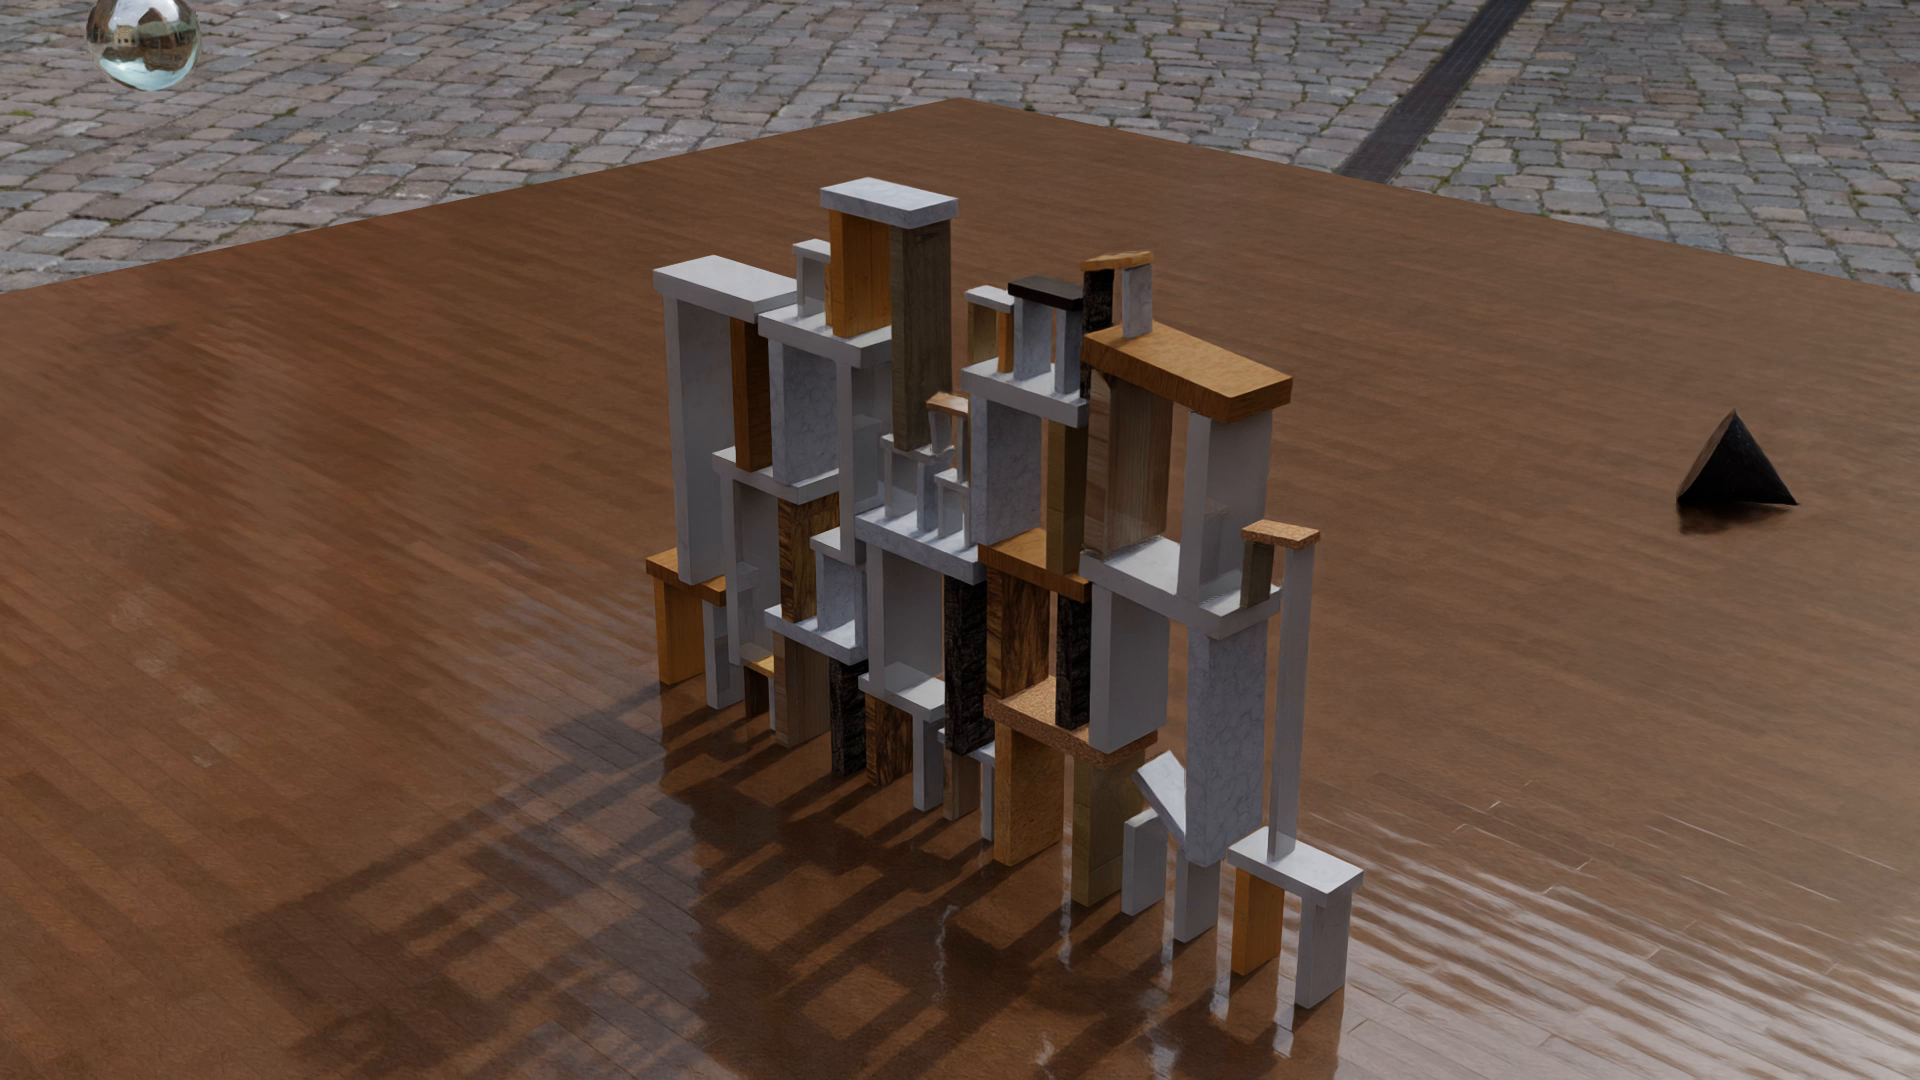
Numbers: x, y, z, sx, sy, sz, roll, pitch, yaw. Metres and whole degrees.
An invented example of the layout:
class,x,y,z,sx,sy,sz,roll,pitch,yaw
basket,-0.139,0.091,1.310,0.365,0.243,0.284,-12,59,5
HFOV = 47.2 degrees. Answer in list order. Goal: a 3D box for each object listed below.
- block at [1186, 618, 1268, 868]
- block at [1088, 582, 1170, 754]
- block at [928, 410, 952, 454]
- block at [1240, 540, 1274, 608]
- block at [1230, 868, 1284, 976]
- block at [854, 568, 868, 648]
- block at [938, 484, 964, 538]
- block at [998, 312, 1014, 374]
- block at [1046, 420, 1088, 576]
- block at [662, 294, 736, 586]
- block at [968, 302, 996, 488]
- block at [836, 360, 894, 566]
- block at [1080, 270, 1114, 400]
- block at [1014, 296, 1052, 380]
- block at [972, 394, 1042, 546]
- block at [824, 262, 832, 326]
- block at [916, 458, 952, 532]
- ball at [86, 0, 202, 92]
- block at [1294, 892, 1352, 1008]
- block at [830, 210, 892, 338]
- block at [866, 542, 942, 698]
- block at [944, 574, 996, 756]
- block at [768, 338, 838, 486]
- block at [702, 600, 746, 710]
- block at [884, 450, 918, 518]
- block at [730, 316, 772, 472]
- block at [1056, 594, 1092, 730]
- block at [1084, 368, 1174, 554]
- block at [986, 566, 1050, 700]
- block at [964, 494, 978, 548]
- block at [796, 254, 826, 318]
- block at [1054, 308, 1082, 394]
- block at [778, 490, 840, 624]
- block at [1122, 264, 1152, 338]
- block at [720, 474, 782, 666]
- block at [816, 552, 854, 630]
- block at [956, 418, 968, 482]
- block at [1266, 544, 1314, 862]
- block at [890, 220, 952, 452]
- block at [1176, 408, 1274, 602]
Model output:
class,x,y,z,sx,sy,sz,roll,pitch,yaw
block,0.466,0.340,3.852,0.046,0.453,0.162,19,30,41
block,0.307,0.209,3.965,0.162,0.323,0.046,-21,31,-40
block,-0.037,-0.214,4.157,0.014,0.095,0.048,20,45,29
block,0.498,0.051,3.682,0.059,0.118,0.017,-19,31,-40
block,0.534,0.662,3.928,0.030,0.213,0.107,21,31,41
block,-0.174,0.125,4.464,0.024,0.173,0.086,21,31,41
block,-0.018,-0.063,4.208,0.015,0.106,0.053,21,31,41
block,0.096,-0.363,3.961,0.016,0.115,0.058,23,32,40
block,0.221,-0.093,3.946,0.144,0.288,0.041,-21,31,-40
block,-0.541,-0.227,4.713,0.046,0.647,0.162,21,31,41
block,0.041,-0.271,4.059,0.058,0.362,0.016,-21,31,-39
block,-0.169,-0.166,4.334,0.043,0.417,0.151,21,31,41
block,0.237,-0.359,3.808,0.017,0.227,0.058,22,32,40
block,0.130,-0.368,3.924,0.022,0.152,0.076,21,30,41
block,0.086,-0.146,4.071,0.144,0.288,0.041,-21,30,-40
block,-0.234,-0.484,4.279,0.018,0.124,0.062,22,31,40
block,-0.050,-0.092,4.233,0.070,0.140,0.020,-18,30,-37
ball,-2.261,-1.394,6.093,0.299,0.299,0.299,0,23,0
block,0.634,0.701,3.836,0.030,0.213,0.107,21,31,41
block,-0.189,-0.521,4.211,0.035,0.247,0.123,21,31,41
block,-0.110,0.138,4.404,0.046,0.325,0.162,21,31,41
block,0.044,0.220,4.273,0.046,0.374,0.162,21,31,40
block,-0.311,-0.275,4.442,0.043,0.301,0.151,21,31,41
block,-0.504,0.235,4.876,0.129,0.258,0.037,-21,31,-41
block,-0.115,-0.117,4.292,0.020,0.140,0.070,21,31,40
block,-0.388,-0.316,4.509,0.046,0.324,0.162,21,31,41
block,0.236,0.206,4.047,0.038,0.266,0.133,21,31,40
block,0.295,-0.153,3.830,0.163,0.327,0.046,-18,30,-39
block,0.111,0.157,4.162,0.038,0.265,0.133,21,31,41
block,0.032,-0.044,4.162,0.015,0.106,0.053,21,31,40
block,-0.292,-0.506,4.333,0.018,0.124,0.062,21,31,41
block,0.202,-0.339,3.858,0.076,0.152,0.022,-21,31,-41
block,-0.310,0.024,4.573,0.039,0.274,0.137,21,31,41
block,0.300,-0.406,3.728,0.017,0.117,0.058,18,30,41
block,-0.440,0.049,4.723,0.039,0.437,0.137,21,31,41
block,-0.256,0.093,4.539,0.086,0.173,0.024,-21,31,-41
block,0.016,-0.177,4.131,0.014,0.133,0.048,22,32,39
block,0.560,0.278,3.726,0.059,0.591,0.017,-22,31,-40
block,-0.072,-0.390,4.142,0.123,0.438,0.035,-22,32,-40
block,0.445,-0.072,3.692,0.163,0.327,0.046,-19,30,-40
